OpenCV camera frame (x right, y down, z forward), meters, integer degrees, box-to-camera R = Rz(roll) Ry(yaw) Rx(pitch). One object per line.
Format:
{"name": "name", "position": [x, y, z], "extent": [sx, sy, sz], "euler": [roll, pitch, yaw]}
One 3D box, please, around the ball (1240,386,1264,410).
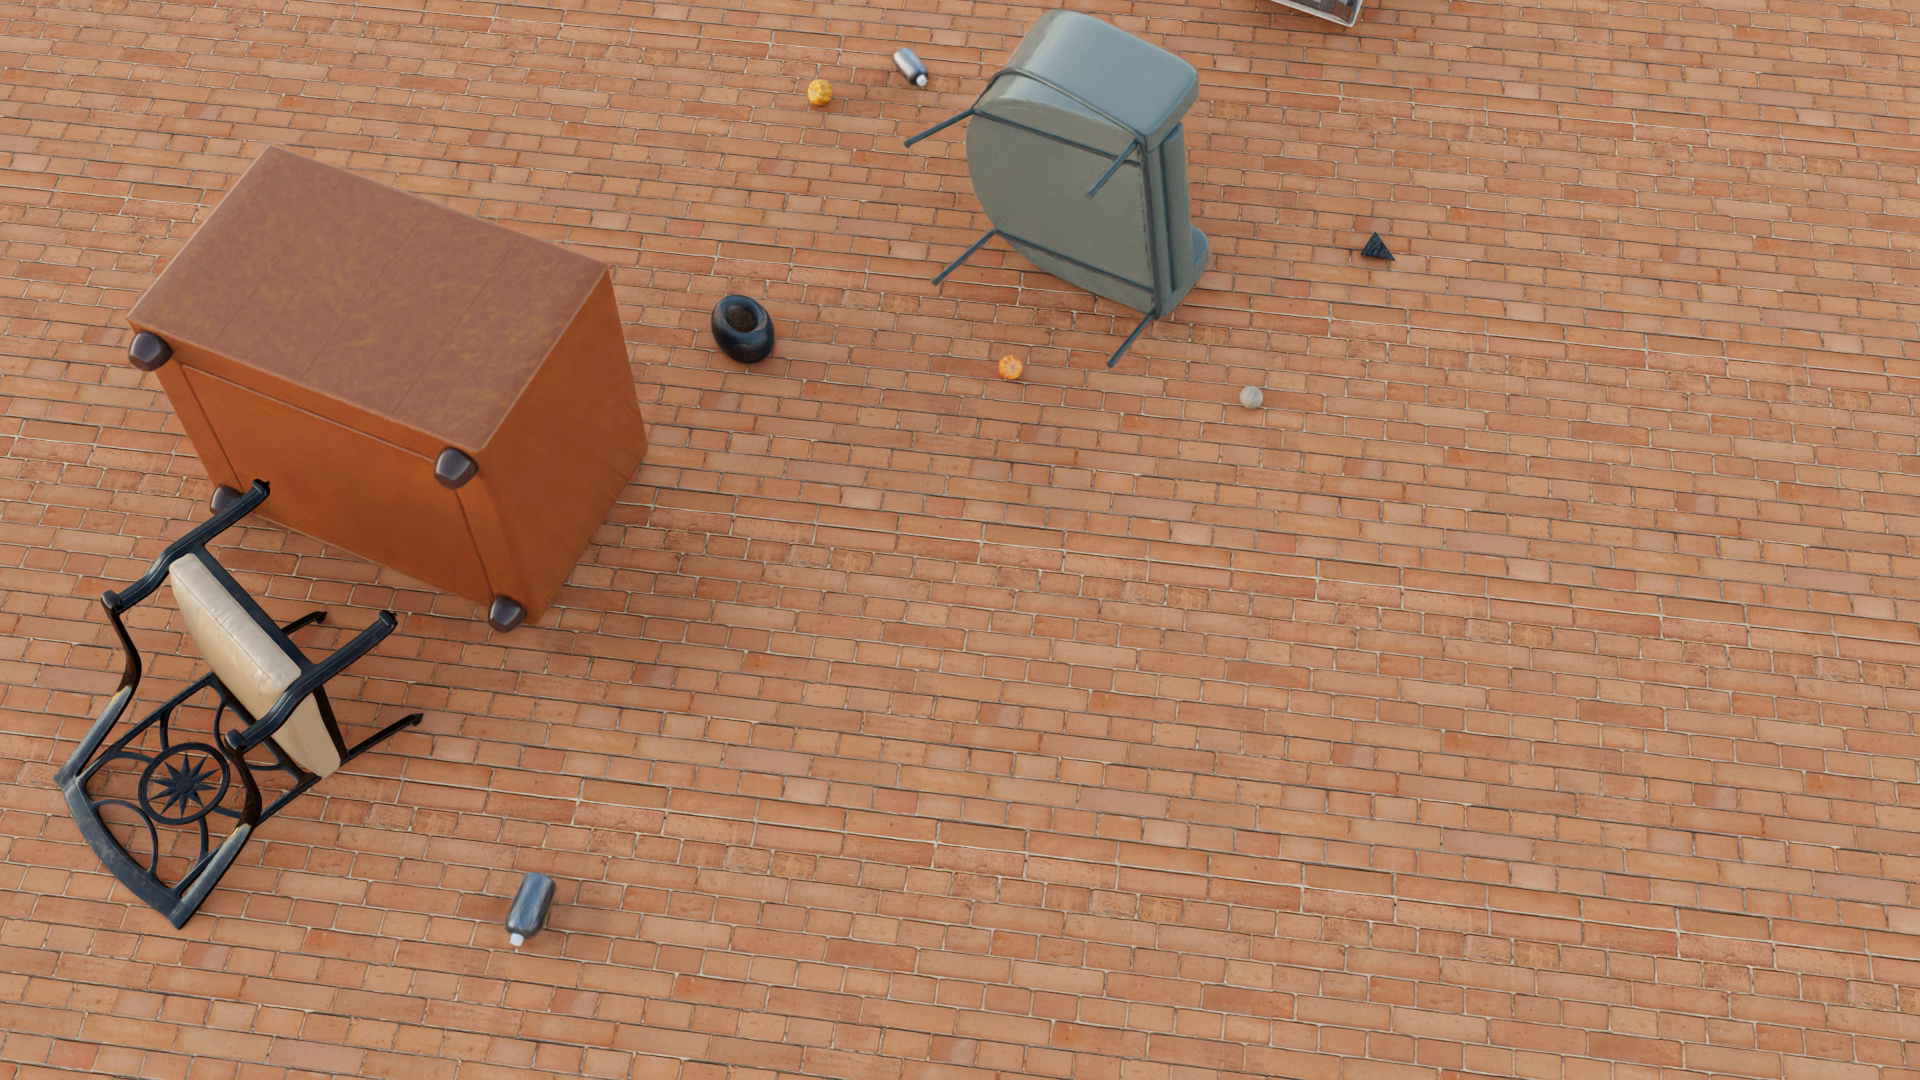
{"name": "ball", "position": [0.904, -0.442, 6.826], "extent": [0.074, 0.074, 0.074], "euler": [0, 56, 0]}

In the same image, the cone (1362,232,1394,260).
{"name": "cone", "position": [1.379, -0.942, 7.188], "extent": [0.108, 0.061, 0.107], "euler": [33, 59, 2]}

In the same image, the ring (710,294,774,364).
{"name": "ring", "position": [-0.686, -0.666, 6.947], "extent": [0.186, 0.127, 0.244], "euler": [-27, 61, -19]}

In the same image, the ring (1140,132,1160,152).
{"name": "ring", "position": [0.647, -1.352, 7.463], "extent": [0.061, 0.031, 0.093], "euler": [27, 59, 16]}
